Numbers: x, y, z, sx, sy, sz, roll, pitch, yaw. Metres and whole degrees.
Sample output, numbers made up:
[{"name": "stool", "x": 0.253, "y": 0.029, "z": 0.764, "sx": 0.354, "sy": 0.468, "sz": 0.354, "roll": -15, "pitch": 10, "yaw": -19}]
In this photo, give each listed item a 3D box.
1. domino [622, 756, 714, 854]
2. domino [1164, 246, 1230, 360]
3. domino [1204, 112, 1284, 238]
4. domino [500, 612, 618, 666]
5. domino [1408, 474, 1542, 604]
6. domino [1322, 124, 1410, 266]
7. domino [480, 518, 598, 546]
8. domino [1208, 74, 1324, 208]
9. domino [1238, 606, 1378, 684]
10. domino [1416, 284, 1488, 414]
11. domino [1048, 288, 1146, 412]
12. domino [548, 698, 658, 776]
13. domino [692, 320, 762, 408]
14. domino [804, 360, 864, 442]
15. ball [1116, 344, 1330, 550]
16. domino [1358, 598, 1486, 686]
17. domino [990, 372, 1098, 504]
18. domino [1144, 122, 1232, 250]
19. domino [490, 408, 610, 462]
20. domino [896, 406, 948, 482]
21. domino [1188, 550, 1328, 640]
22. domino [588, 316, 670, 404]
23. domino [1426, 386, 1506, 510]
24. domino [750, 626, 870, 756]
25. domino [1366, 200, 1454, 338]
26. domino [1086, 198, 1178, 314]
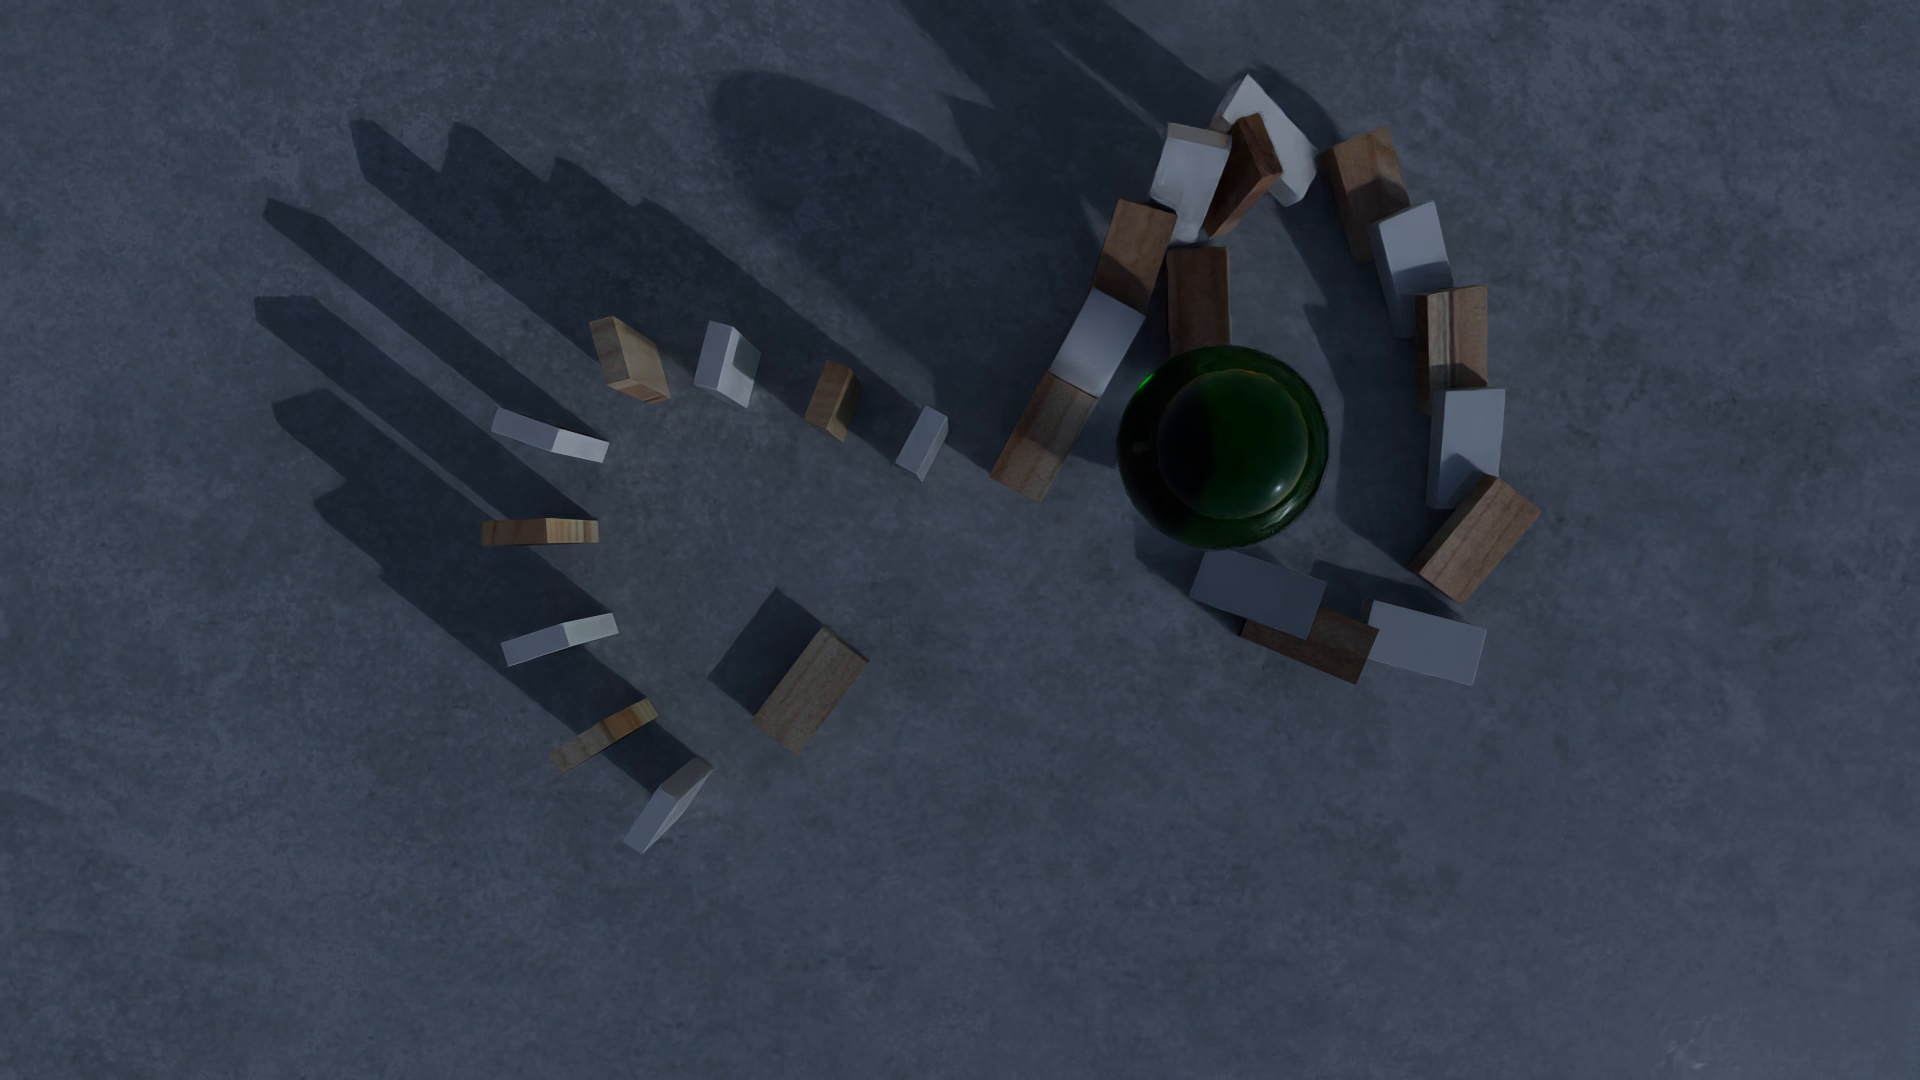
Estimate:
[{"name": "domino", "x": -0.118, "y": 0.107, "z": 0.375, "sx": 0.010, "sy": 0.050, "sz": 0.025, "roll": 34, "pitch": 90, "yaw": 0}, {"name": "domino", "x": 0.102, "y": -0.099, "z": 0.394, "sx": 0.025, "sy": 0.009, "sz": 0.050, "roll": -2, "pitch": 90, "yaw": 8}, {"name": "domino", "x": 0.111, "y": -0.147, "z": 0.374, "sx": 0.010, "sy": 0.050, "sz": 0.025, "roll": -19, "pitch": 85, "yaw": -9}, {"name": "domino", "x": -0.162, "y": 0.040, "z": 0.375, "sx": 0.025, "sy": 0.050, "sz": 0.010, "roll": -18, "pitch": 90, "yaw": 0}, {"name": "domino", "x": 0.218, "y": 0.000, "z": 0.389, "sx": 0.025, "sy": 0.009, "sz": 0.050, "roll": 34, "pitch": 100, "yaw": -9}, {"name": "domino", "x": 0.175, "y": -0.146, "z": 0.391, "sx": 0.025, "sy": 0.009, "sz": 0.050, "roll": -22, "pitch": 101, "yaw": 0}, {"name": "domino", "x": -0.170, "y": -0.003, "z": 0.375, "sx": 0.025, "sy": 0.050, "sz": 0.010, "roll": -3, "pitch": 90, "yaw": 0}, {"name": "domino", "x": 0.129, "y": -0.167, "z": 0.384, "sx": 0.050, "sy": 0.010, "sz": 0.025, "roll": 36, "pitch": 73, "yaw": -19}, {"name": "domino", "x": 0.148, "y": 0.040, "z": 0.390, "sx": 0.050, "sy": 0.009, "sz": 0.025, "roll": 23, "pitch": 90, "yaw": 12}, {"name": "domino", "x": 0.209, "y": -0.081, "z": 0.389, "sx": 0.025, "sy": 0.009, "sz": 0.050, "roll": -10, "pitch": 106, "yaw": 0}, {"name": "domino", "x": 0.055, "y": -0.078, "z": 0.388, "sx": 0.025, "sy": 0.009, "sz": 0.050, "roll": 28, "pitch": 107, "yaw": 0}, {"name": "domino", "x": -0.145, "y": 0.079, "z": 0.375, "sx": 0.025, "sy": 0.050, "sz": 0.009, "roll": -32, "pitch": 90, "yaw": 0}, {"name": "domino", "x": -0.094, "y": -0.071, "z": 0.375, "sx": 0.010, "sy": 0.050, "sz": 0.025, "roll": 14, "pitch": 90, "yaw": 0}, {"name": "domino", "x": -0.051, "y": -0.056, "z": 0.375, "sx": 0.009, "sy": 0.050, "sz": 0.025, "roll": 22, "pitch": 90, "yaw": 0}, {"name": "ball", "x": 0.102, "y": -0.036, "z": 0.360, "sx": 0.080, "sy": 0.080, "sz": 0.080, "roll": 0, "pitch": 90, "yaw": 0}, {"name": "domino", "x": 0.197, "y": 0.044, "z": 0.395, "sx": 0.050, "sy": 0.009, "sz": 0.025, "roll": 15, "pitch": 90, "yaw": 0}, {"name": "domino", "x": 0.035, "y": -0.043, "z": 0.389, "sx": 0.025, "sy": 0.009, "sz": 0.050, "roll": 29, "pitch": 104, "yaw": 0}, {"name": "domino", "x": 0.091, "y": -0.144, "z": 0.376, "sx": 0.025, "sy": 0.050, "sz": 0.009, "roll": 13, "pitch": 60, "yaw": 2}, {"name": "domino", "x": -0.166, "y": -0.042, "z": 0.375, "sx": 0.025, "sy": 0.050, "sz": 0.009, "roll": 19, "pitch": 90, "yaw": 0}, {"name": "domino", "x": -0.015, "y": -0.038, "z": 0.375, "sx": 0.010, "sy": 0.050, "sz": 0.025, "roll": 28, "pitch": 90, "yaw": 0}, {"name": "domino", "x": 0.125, "y": 0.021, "z": 0.387, "sx": 0.050, "sy": 0.009, "sz": 0.025, "roll": 20, "pitch": 89, "yaw": 21}, {"name": "domino", "x": -0.134, "y": -0.073, "z": 0.375, "sx": 0.009, "sy": 0.050, "sz": 0.025, "roll": -16, "pitch": 90, "yaw": 0}, {"name": "domino", "x": 0.214, "y": -0.039, "z": 0.389, "sx": 0.025, "sy": 0.010, "sz": 0.050, "roll": -3, "pitch": 104, "yaw": 0}, {"name": "domino", "x": -0.064, "y": 0.065, "z": 0.395, "sx": 0.025, "sy": 0.010, "sz": 0.050, "roll": 37, "pitch": 90, "yaw": 0}, {"name": "domino", "x": 0.193, "y": -0.114, "z": 0.389, "sx": 0.025, "sy": 0.009, "sz": 0.050, "roll": -23, "pitch": 106, "yaw": 0}, {"name": "domino", "x": 0.071, "y": -0.115, "z": 0.386, "sx": 0.025, "sy": 0.009, "sz": 0.050, "roll": 16, "pitch": 114, "yaw": 0}]
